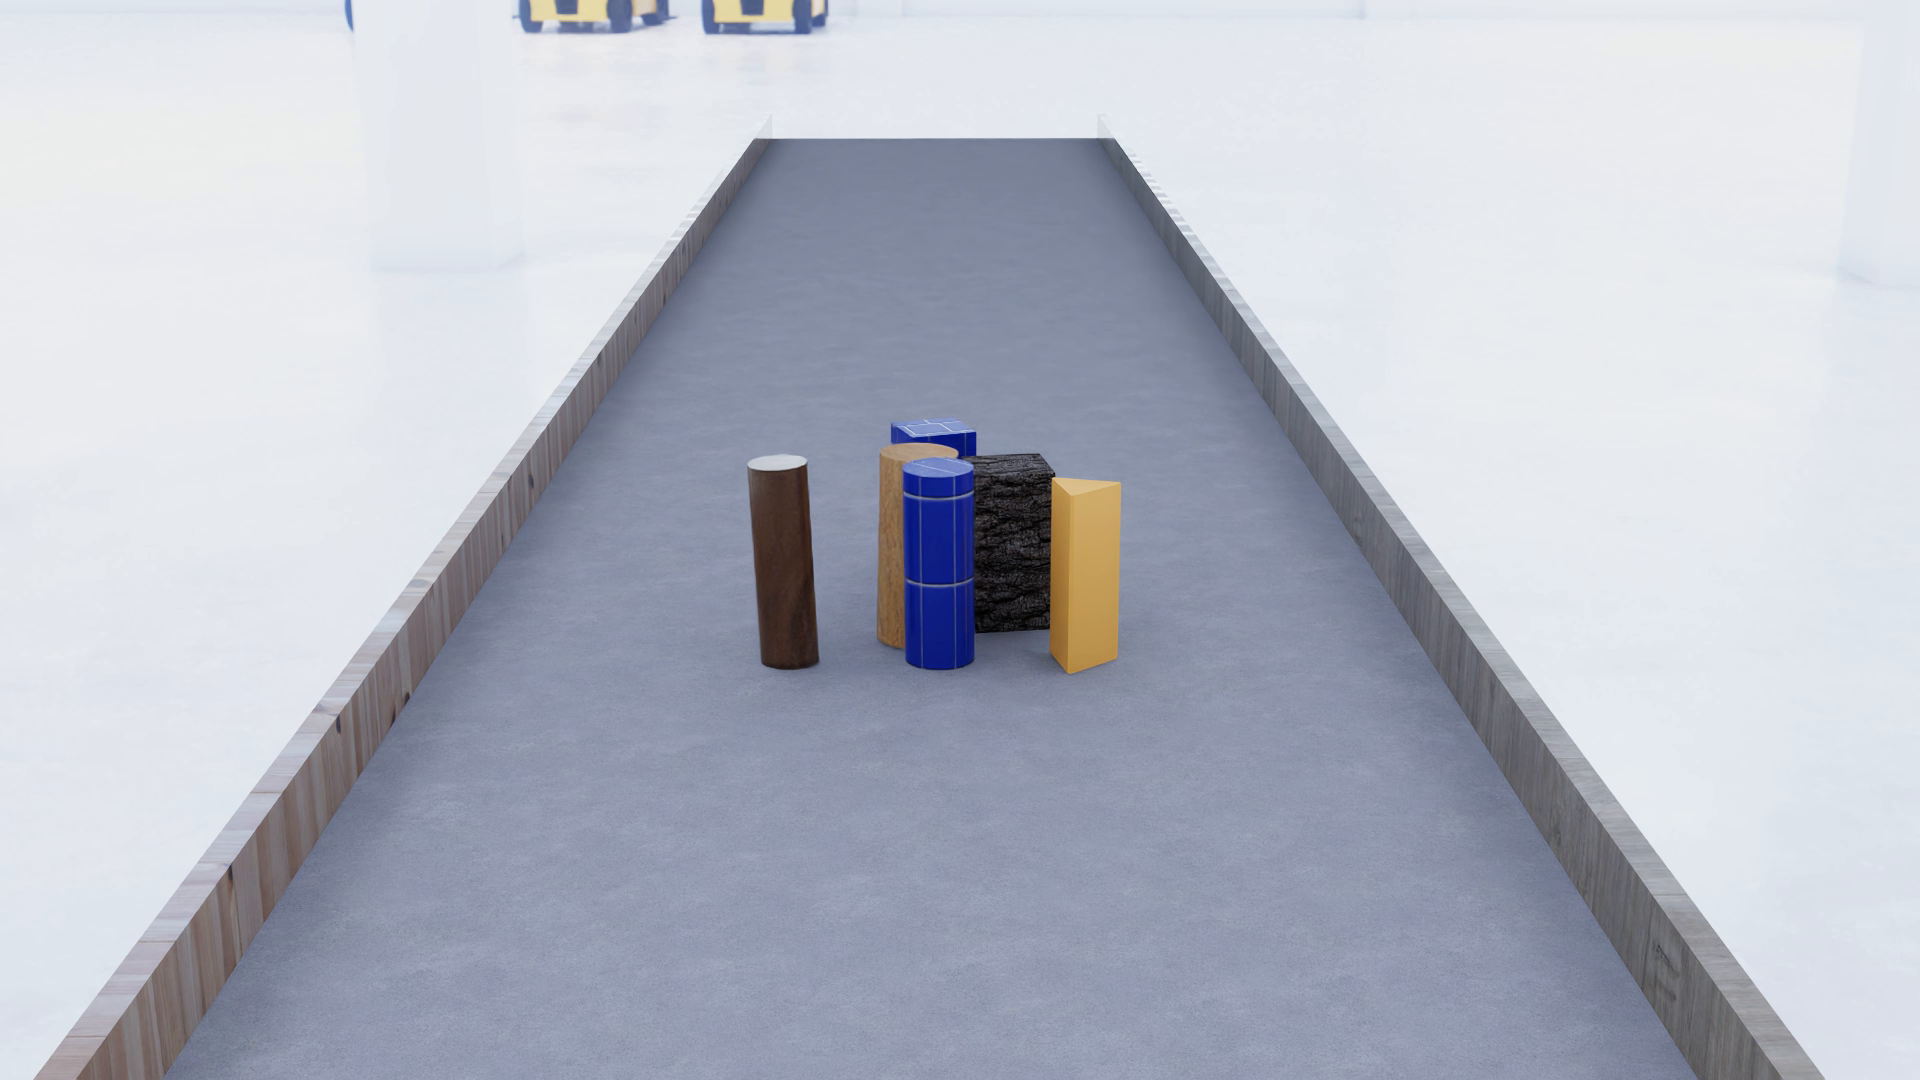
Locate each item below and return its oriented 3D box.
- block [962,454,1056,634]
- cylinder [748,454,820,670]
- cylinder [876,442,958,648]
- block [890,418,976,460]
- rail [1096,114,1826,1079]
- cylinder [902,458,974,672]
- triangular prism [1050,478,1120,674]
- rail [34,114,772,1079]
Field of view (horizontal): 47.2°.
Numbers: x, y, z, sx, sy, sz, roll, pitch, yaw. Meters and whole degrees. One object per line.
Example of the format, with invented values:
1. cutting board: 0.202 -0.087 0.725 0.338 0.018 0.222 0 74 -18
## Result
1. block: 0.099 0.005 4.617 0.167 0.338 0.167 -3 17 -9
2. cylinder: -0.349 0.044 4.353 0.117 0.410 0.117 -2 17 1
3. cylinder: -0.088 0.010 4.499 0.159 0.391 0.159 2 17 0
4. block: -0.059 -0.079 4.873 0.147 0.352 0.147 -6 18 -19
5. rail: 0.932 -0.844 7.801 0.050 0.150 12.000 0 17 -1
6. cylinder: -0.042 0.048 4.359 0.140 0.399 0.140 0 18 0
7. triangular prism: 0.225 0.063 4.375 0.138 0.364 0.119 -15 22 -41
8. rail: -1.118 -0.838 7.780 0.050 0.150 12.000 0 17 -1
